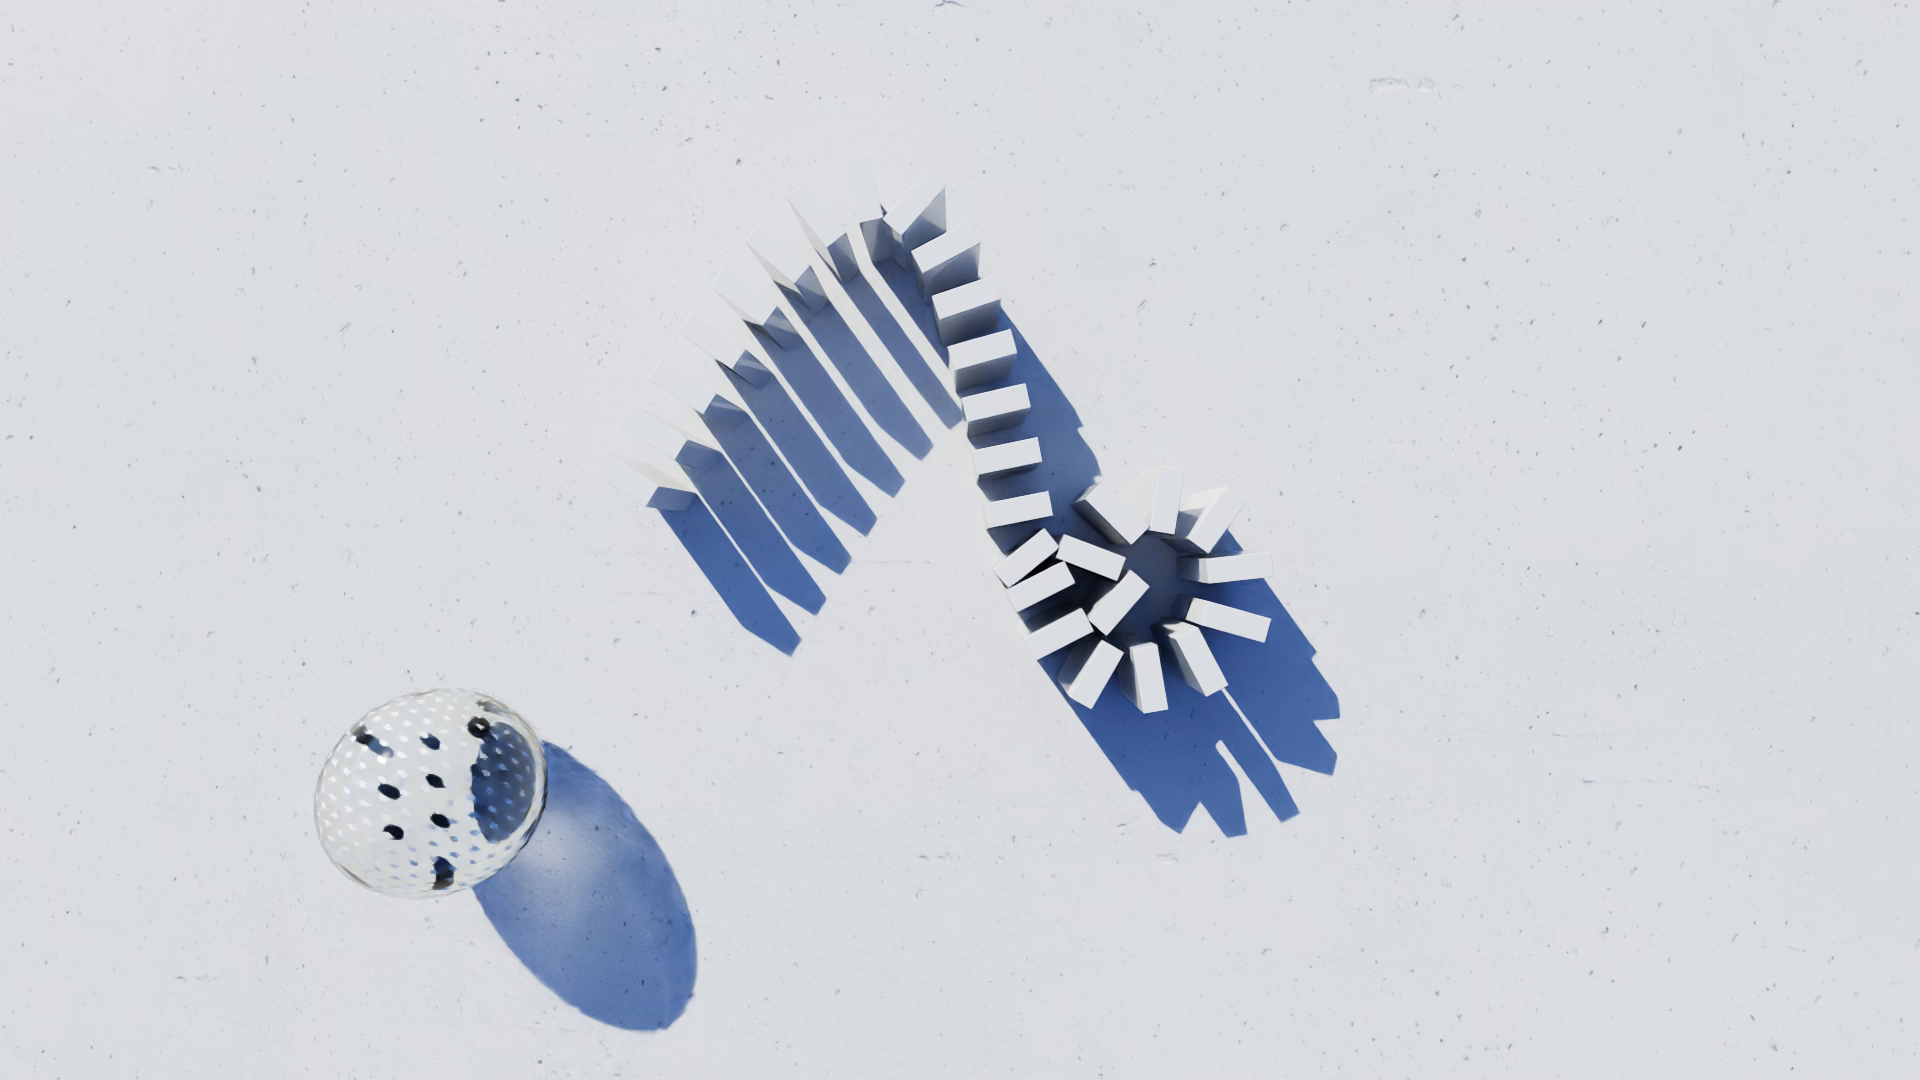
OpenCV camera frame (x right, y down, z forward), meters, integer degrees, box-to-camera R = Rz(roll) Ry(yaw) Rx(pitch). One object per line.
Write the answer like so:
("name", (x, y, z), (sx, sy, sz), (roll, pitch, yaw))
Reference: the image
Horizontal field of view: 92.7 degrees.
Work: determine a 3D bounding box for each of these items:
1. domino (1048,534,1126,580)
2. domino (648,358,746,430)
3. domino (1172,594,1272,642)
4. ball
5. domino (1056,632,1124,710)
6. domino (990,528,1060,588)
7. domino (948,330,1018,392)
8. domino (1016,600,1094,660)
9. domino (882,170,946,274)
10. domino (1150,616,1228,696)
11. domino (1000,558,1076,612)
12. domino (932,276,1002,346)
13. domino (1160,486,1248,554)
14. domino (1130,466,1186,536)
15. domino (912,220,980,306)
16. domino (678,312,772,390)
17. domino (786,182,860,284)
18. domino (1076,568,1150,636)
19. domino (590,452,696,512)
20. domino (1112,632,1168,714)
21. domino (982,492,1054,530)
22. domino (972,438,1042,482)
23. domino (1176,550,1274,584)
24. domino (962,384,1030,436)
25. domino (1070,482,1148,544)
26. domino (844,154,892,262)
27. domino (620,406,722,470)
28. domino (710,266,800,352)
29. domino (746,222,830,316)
("domino", (0.050, 0.007, 0.375), (0.025, 0.050, 0.010), (21, 90, 0))
("domino", (-0.106, -0.059, 0.375), (0.025, 0.050, 0.009), (32, 90, 0))
("domino", (0.106, 0.031, 0.375), (0.025, 0.050, 0.009), (16, 90, 0))
("ball", (-0.205, 0.098, 0.360), (0.080, 0.080, 0.080), (0, 90, 0))
("domino", (0.052, 0.052, 0.375), (0.010, 0.050, 0.025), (30, 90, 0))
("domino", (0.025, 0.007, 0.375), (0.025, 0.050, 0.010), (-39, 90, 0))
("domino", (0.009, -0.073, 0.375), (0.025, 0.050, 0.009), (-16, 90, 0))
("domino", (0.038, 0.036, 0.375), (0.025, 0.050, 0.009), (-27, 90, 0))
("domino", (-0.018, -0.129, 0.375), (0.009, 0.050, 0.025), (42, 90, 0))
("domino", (0.093, 0.047, 0.375), (0.009, 0.050, 0.025), (-28, 90, 0))
("domino", (0.031, 0.018, 0.375), (0.025, 0.050, 0.009), (-27, 90, 0))
("domino", (0.003, -0.093, 0.375), (0.025, 0.050, 0.010), (-19, 90, 0))
("domino", (0.099, -0.008, 0.375), (0.010, 0.050, 0.025), (36, 90, 0))
("domino", (0.079, -0.015, 0.375), (0.009, 0.050, 0.025), (10, 90, 0))
("domino", (-0.005, -0.112, 0.375), (0.025, 0.050, 0.009), (-28, 90, 0))
("domino", (-0.095, -0.076, 0.375), (0.025, 0.050, 0.009), (34, 90, 0))
("domino", (-0.055, -0.124, 0.375), (0.009, 0.050, 0.025), (-39, 90, 0))
("domino", (0.061, 0.024, 0.375), (0.010, 0.050, 0.025), (41, 90, 0))
("domino", (-0.128, -0.023, 0.375), (0.025, 0.050, 0.010), (32, 90, 0))
("domino", (0.073, 0.053, 0.375), (0.009, 0.050, 0.025), (-10, 90, 0))
("domino", (0.022, -0.012, 0.375), (0.025, 0.050, 0.009), (-11, 90, 0))
("domino", (0.018, -0.032, 0.375), (0.025, 0.050, 0.009), (-12, 90, 0))
("domino", (0.107, 0.011, 0.375), (0.025, 0.050, 0.010), (-6, 90, 0))
("domino", (0.014, -0.052, 0.375), (0.025, 0.050, 0.010), (-13, 90, 0))
("domino", (0.060, -0.010, 0.375), (0.025, 0.050, 0.009), (45, 90, 0))
("domino", (-0.037, -0.134, 0.375), (0.009, 0.050, 0.025), (-13, 90, 0))
("domino", (-0.117, -0.041, 0.375), (0.025, 0.050, 0.009), (32, 90, 0))
("domino", (-0.083, -0.093, 0.375), (0.025, 0.050, 0.009), (36, 90, 0))
("domino", (-0.070, -0.110, 0.375), (0.025, 0.050, 0.010), (40, 90, 0))
